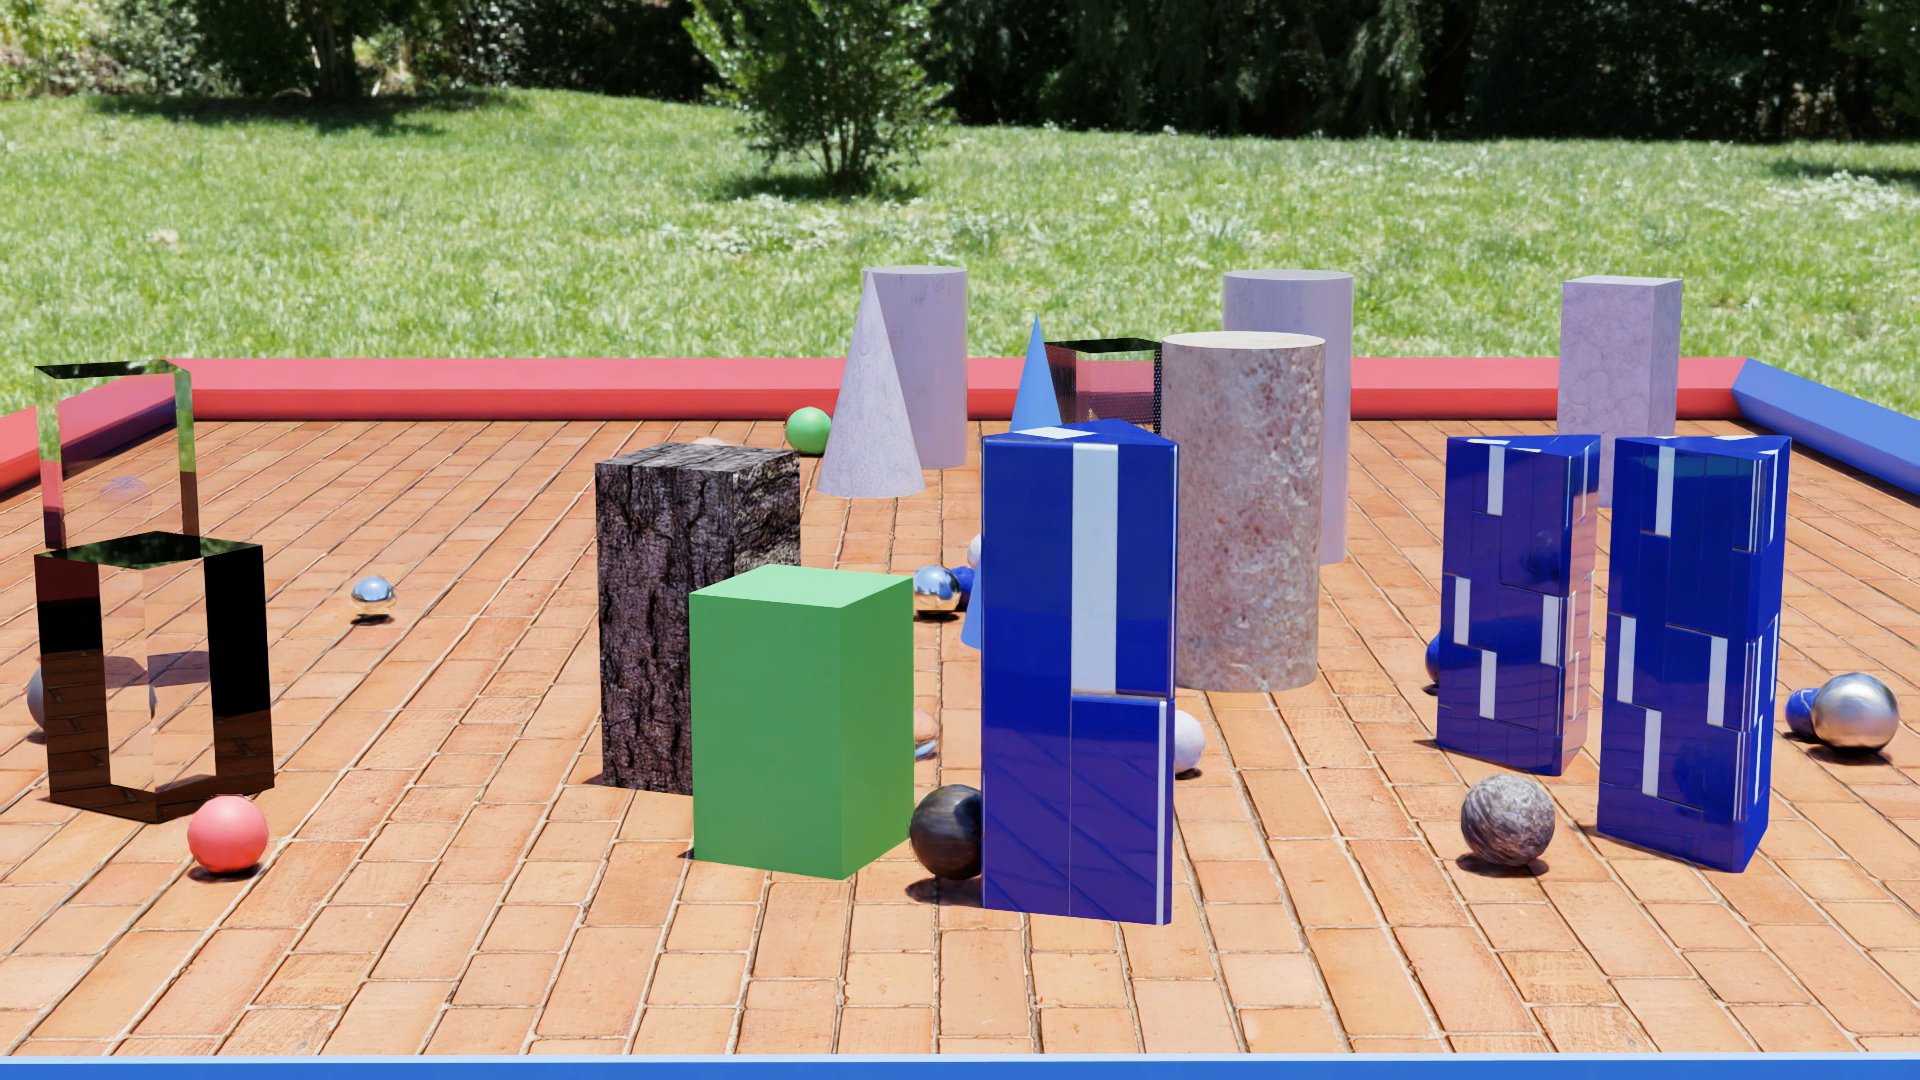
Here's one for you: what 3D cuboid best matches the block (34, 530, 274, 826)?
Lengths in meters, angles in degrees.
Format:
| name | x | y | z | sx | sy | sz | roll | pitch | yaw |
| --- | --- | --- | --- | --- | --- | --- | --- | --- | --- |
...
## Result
| name | x | y | z | sx | sy | sz | roll | pitch | yaw |
| --- | --- | --- | --- | --- | --- | --- | --- | --- | --- |
| block | -0.803 | 0.133 | 2.565 | 0.154 | 0.251 | 0.154 | 6 | 12 | 31 |

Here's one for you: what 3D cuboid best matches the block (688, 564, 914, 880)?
| name | x | y | z | sx | sy | sz | roll | pitch | yaw |
| --- | --- | --- | --- | --- | --- | --- | --- | --- | --- |
| block | -0.145 | 0.165 | 2.392 | 0.154 | 0.252 | 0.154 | 5 | 12 | 24 |

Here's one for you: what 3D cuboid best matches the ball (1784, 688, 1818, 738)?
| name | x | y | z | sx | sy | sz | roll | pitch | yaw |
| --- | --- | --- | --- | --- | --- | --- | --- | --- | --- |
| ball | 0.929 | 0.189 | 2.802 | 0.055 | 0.055 | 0.055 | 0 | 11 | 0 |

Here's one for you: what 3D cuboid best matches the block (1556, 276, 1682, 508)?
| name | x | y | z | sx | sy | sz | roll | pitch | yaw |
| --- | --- | --- | --- | --- | --- | --- | --- | --- | --- |
| block | 1.102 | -0.249 | 4.296 | 0.154 | 0.371 | 0.154 | 7 | 12 | 32 |

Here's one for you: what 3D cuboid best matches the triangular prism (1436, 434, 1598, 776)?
| name | x | y | z | sx | sy | sz | roll | pitch | yaw |
| --- | --- | --- | --- | --- | --- | --- | --- | --- | --- |
| triangular prism | 0.624 | 0.060 | 2.729 | 0.144 | 0.335 | 0.166 | -8 | 13 | -36 |

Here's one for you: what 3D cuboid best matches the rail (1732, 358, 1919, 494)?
| name | x | y | z | sx | sy | sz | roll | pitch | yaw |
| --- | --- | --- | --- | --- | --- | --- | --- | --- | --- |
| rail | 1.619 | 0.030 | 3.458 | 0.045 | 0.125 | 3.791 | 0 | 11 | 0 |

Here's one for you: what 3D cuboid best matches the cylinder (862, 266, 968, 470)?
| name | x | y | z | sx | sy | sz | roll | pitch | yaw |
| --- | --- | --- | --- | --- | --- | --- | --- | --- | --- |
| cylinder | -0.082 | -0.318 | 4.708 | 0.192 | 0.356 | 0.192 | 0 | 11 | 0 |

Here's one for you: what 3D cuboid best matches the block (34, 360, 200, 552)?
| name | x | y | z | sx | sy | sz | roll | pitch | yaw |
| --- | --- | --- | --- | --- | --- | --- | --- | --- | --- |
| block | -1.018 | -0.026 | 3.111 | 0.154 | 0.364 | 0.154 | -6 | 12 | -28 |

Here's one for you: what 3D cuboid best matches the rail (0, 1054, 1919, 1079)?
| name | x | y | z | sx | sy | sz | roll | pitch | yaw |
| --- | --- | --- | --- | --- | --- | --- | --- | --- | --- |
| rail | 0.011 | 0.374 | 1.609 | 3.286 | 0.125 | 0.045 | 0 | 11 | 0 |

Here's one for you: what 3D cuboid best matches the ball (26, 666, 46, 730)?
| name | x | y | z | sx | sy | sz | roll | pitch | yaw |
| --- | --- | --- | --- | --- | --- | --- | --- | --- | --- |
| ball | -0.973 | 0.170 | 2.806 | 0.091 | 0.091 | 0.091 | 0 | 11 | 0 |

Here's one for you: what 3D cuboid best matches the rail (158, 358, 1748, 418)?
| name | x | y | z | sx | sy | sz | roll | pitch | yaw |
| --- | --- | --- | --- | --- | --- | --- | --- | --- | --- |
| rail | -0.011 | -0.310 | 5.290 | 3.286 | 0.125 | 0.045 | 0 | 11 | 0 |

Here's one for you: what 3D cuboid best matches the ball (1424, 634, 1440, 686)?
| name | x | y | z | sx | sy | sz | roll | pitch | yaw |
| --- | --- | --- | --- | --- | --- | --- | --- | --- | --- |
| ball | 0.582 | 0.141 | 3.006 | 0.074 | 0.074 | 0.074 | 0 | 11 | 0 |

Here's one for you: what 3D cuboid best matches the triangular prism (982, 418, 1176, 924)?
| name | x | y | z | sx | sy | sz | roll | pitch | yaw |
| --- | --- | --- | --- | --- | --- | --- | --- | --- | --- |
| triangular prism | 0.118 | 0.109 | 2.250 | 0.166 | 0.415 | 0.144 | 3 | 11 | 16 |

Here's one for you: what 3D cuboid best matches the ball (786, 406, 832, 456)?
| name | x | y | z | sx | sy | sz | roll | pitch | yaw |
| --- | --- | --- | --- | --- | --- | --- | --- | --- | --- |
| ball | -0.283 | -0.205 | 4.821 | 0.091 | 0.091 | 0.091 | 0 | 11 | 0 |

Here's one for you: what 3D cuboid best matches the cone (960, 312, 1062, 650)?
| name | x | y | z | sx | sy | sz | roll | pitch | yaw |
| --- | --- | --- | --- | --- | --- | --- | --- | --- | --- |
| cone | 0.096 | -0.080 | 3.251 | 0.192 | 0.419 | 0.192 | 0 | 11 | 0 |

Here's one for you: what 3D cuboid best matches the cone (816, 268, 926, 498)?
| name | x | y | z | sx | sy | sz | roll | pitch | yaw |
| --- | --- | --- | --- | --- | --- | --- | --- | --- | --- |
| cone | -0.154 | -0.279 | 4.410 | 0.192 | 0.387 | 0.192 | 0 | 11 | 0 |

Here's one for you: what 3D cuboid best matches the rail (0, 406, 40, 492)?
| name | x | y | z | sx | sy | sz | roll | pitch | yaw |
| --- | --- | --- | --- | --- | --- | --- | --- | --- | --- |
| rail | -1.619 | 0.034 | 3.440 | 0.045 | 0.125 | 3.791 | 0 | 11 | 0 |

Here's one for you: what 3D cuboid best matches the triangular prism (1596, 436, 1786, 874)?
| name | x | y | z | sx | sy | sz | roll | pitch | yaw |
| --- | --- | --- | --- | --- | --- | --- | --- | --- | --- |
| triangular prism | 0.719 | 0.097 | 2.408 | 0.144 | 0.381 | 0.166 | -7 | 13 | -35 |

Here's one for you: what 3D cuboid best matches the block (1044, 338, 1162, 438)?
| name | x | y | z | sx | sy | sz | roll | pitch | yaw |
| --- | --- | --- | --- | --- | --- | --- | --- | --- | --- |
| block | 0.210 | -0.099 | 3.561 | 0.154 | 0.344 | 0.154 | -5 | 12 | -25 |

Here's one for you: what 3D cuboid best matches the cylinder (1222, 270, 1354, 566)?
| name | x | y | z | sx | sy | sz | roll | pitch | yaw |
| --- | --- | --- | --- | --- | --- | --- | --- | --- | --- |
| cylinder | 0.483 | -0.184 | 3.809 | 0.192 | 0.420 | 0.192 | 0 | 11 | 0 |

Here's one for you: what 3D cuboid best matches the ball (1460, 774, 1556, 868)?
| name | x | y | z | sx | sy | sz | roll | pitch | yaw |
| --- | --- | --- | --- | --- | --- | --- | --- | --- | --- |
| ball | 0.502 | 0.257 | 2.353 | 0.085 | 0.085 | 0.085 | 0 | 11 | 0 |

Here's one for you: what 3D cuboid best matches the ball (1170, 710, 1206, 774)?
| name | x | y | z | sx | sy | sz | roll | pitch | yaw |
| --- | --- | --- | --- | --- | --- | --- | --- | --- | --- |
| ball | 0.221 | 0.209 | 2.662 | 0.067 | 0.067 | 0.067 | 0 | 11 | 0 |

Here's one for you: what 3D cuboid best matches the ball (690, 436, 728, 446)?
| name | x | y | z | sx | sy | sz | roll | pitch | yaw |
| --- | --- | --- | --- | --- | --- | --- | --- | --- | --- |
| ball | -0.433 | -0.129 | 4.399 | 0.096 | 0.096 | 0.096 | 0 | 11 | 0 |

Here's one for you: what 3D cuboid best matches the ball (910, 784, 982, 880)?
| name | x | y | z | sx | sy | sz | roll | pitch | yaw |
| --- | --- | --- | --- | --- | --- | --- | --- | --- | --- |
| ball | -0.003 | 0.259 | 2.275 | 0.085 | 0.085 | 0.085 | 0 | 11 | 0 |

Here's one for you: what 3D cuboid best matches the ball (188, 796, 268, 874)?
| name | x | y | z | sx | sy | sz | roll | pitch | yaw |
| --- | --- | --- | --- | --- | --- | --- | --- | --- | --- |
| ball | -0.666 | 0.268 | 2.334 | 0.071 | 0.071 | 0.071 | 0 | 11 | 0 |

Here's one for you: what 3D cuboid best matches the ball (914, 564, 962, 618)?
| name | x | y | z | sx | sy | sz | roll | pitch | yaw |
| --- | --- | --- | --- | --- | --- | --- | --- | --- | --- |
| ball | -0.034 | 0.069 | 3.405 | 0.071 | 0.071 | 0.071 | 0 | 11 | 0 |

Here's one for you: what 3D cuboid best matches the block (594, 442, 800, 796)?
| name | x | y | z | sx | sy | sz | roll | pitch | yaw |
| --- | --- | --- | --- | --- | --- | --- | --- | --- | --- |
| block | -0.265 | 0.079 | 2.631 | 0.154 | 0.333 | 0.154 | 4 | 11 | 21 |

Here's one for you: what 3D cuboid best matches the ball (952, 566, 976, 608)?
| name | x | y | z | sx | sy | sz | roll | pitch | yaw |
| --- | --- | --- | --- | --- | --- | --- | --- | --- | --- |
| ball | 0.003 | 0.064 | 3.465 | 0.058 | 0.058 | 0.058 | 0 | 11 | 0 |

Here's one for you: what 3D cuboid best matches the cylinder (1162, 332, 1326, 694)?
| name | x | y | z | sx | sy | sz | roll | pitch | yaw |
| --- | --- | --- | --- | --- | --- | --- | --- | --- | --- |
| cylinder | 0.334 | -0.037 | 3.061 | 0.192 | 0.405 | 0.192 | 0 | 11 | 0 |

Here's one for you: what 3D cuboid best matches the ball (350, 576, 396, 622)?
| name | x | y | z | sx | sy | sz | roll | pitch | yaw |
| --- | --- | --- | --- | --- | --- | --- | --- | --- | --- |
| ball | -0.774 | 0.078 | 3.387 | 0.060 | 0.060 | 0.060 | 0 | 11 | 0 |

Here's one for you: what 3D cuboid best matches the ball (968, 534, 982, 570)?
| name | x | y | z | sx | sy | sz | roll | pitch | yaw |
| --- | --- | --- | --- | --- | --- | --- | --- | --- | --- |
| ball | 0.045 | 0.022 | 3.660 | 0.070 | 0.070 | 0.070 | 0 | 11 | 0 |

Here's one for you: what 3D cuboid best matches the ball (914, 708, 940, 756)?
| name | x | y | z | sx | sy | sz | roll | pitch | yaw |
| --- | --- | --- | --- | --- | --- | --- | --- | --- | --- |
| ball | -0.047 | 0.205 | 2.729 | 0.050 | 0.050 | 0.050 | 0 | 11 | 0 |

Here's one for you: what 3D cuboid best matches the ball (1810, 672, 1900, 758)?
| name | x | y | z | sx | sy | sz | roll | pitch | yaw |
| --- | --- | --- | --- | --- | --- | --- | --- | --- | --- |
| ball | 0.951 | 0.186 | 2.725 | 0.089 | 0.089 | 0.089 | 0 | 11 | 0 |
